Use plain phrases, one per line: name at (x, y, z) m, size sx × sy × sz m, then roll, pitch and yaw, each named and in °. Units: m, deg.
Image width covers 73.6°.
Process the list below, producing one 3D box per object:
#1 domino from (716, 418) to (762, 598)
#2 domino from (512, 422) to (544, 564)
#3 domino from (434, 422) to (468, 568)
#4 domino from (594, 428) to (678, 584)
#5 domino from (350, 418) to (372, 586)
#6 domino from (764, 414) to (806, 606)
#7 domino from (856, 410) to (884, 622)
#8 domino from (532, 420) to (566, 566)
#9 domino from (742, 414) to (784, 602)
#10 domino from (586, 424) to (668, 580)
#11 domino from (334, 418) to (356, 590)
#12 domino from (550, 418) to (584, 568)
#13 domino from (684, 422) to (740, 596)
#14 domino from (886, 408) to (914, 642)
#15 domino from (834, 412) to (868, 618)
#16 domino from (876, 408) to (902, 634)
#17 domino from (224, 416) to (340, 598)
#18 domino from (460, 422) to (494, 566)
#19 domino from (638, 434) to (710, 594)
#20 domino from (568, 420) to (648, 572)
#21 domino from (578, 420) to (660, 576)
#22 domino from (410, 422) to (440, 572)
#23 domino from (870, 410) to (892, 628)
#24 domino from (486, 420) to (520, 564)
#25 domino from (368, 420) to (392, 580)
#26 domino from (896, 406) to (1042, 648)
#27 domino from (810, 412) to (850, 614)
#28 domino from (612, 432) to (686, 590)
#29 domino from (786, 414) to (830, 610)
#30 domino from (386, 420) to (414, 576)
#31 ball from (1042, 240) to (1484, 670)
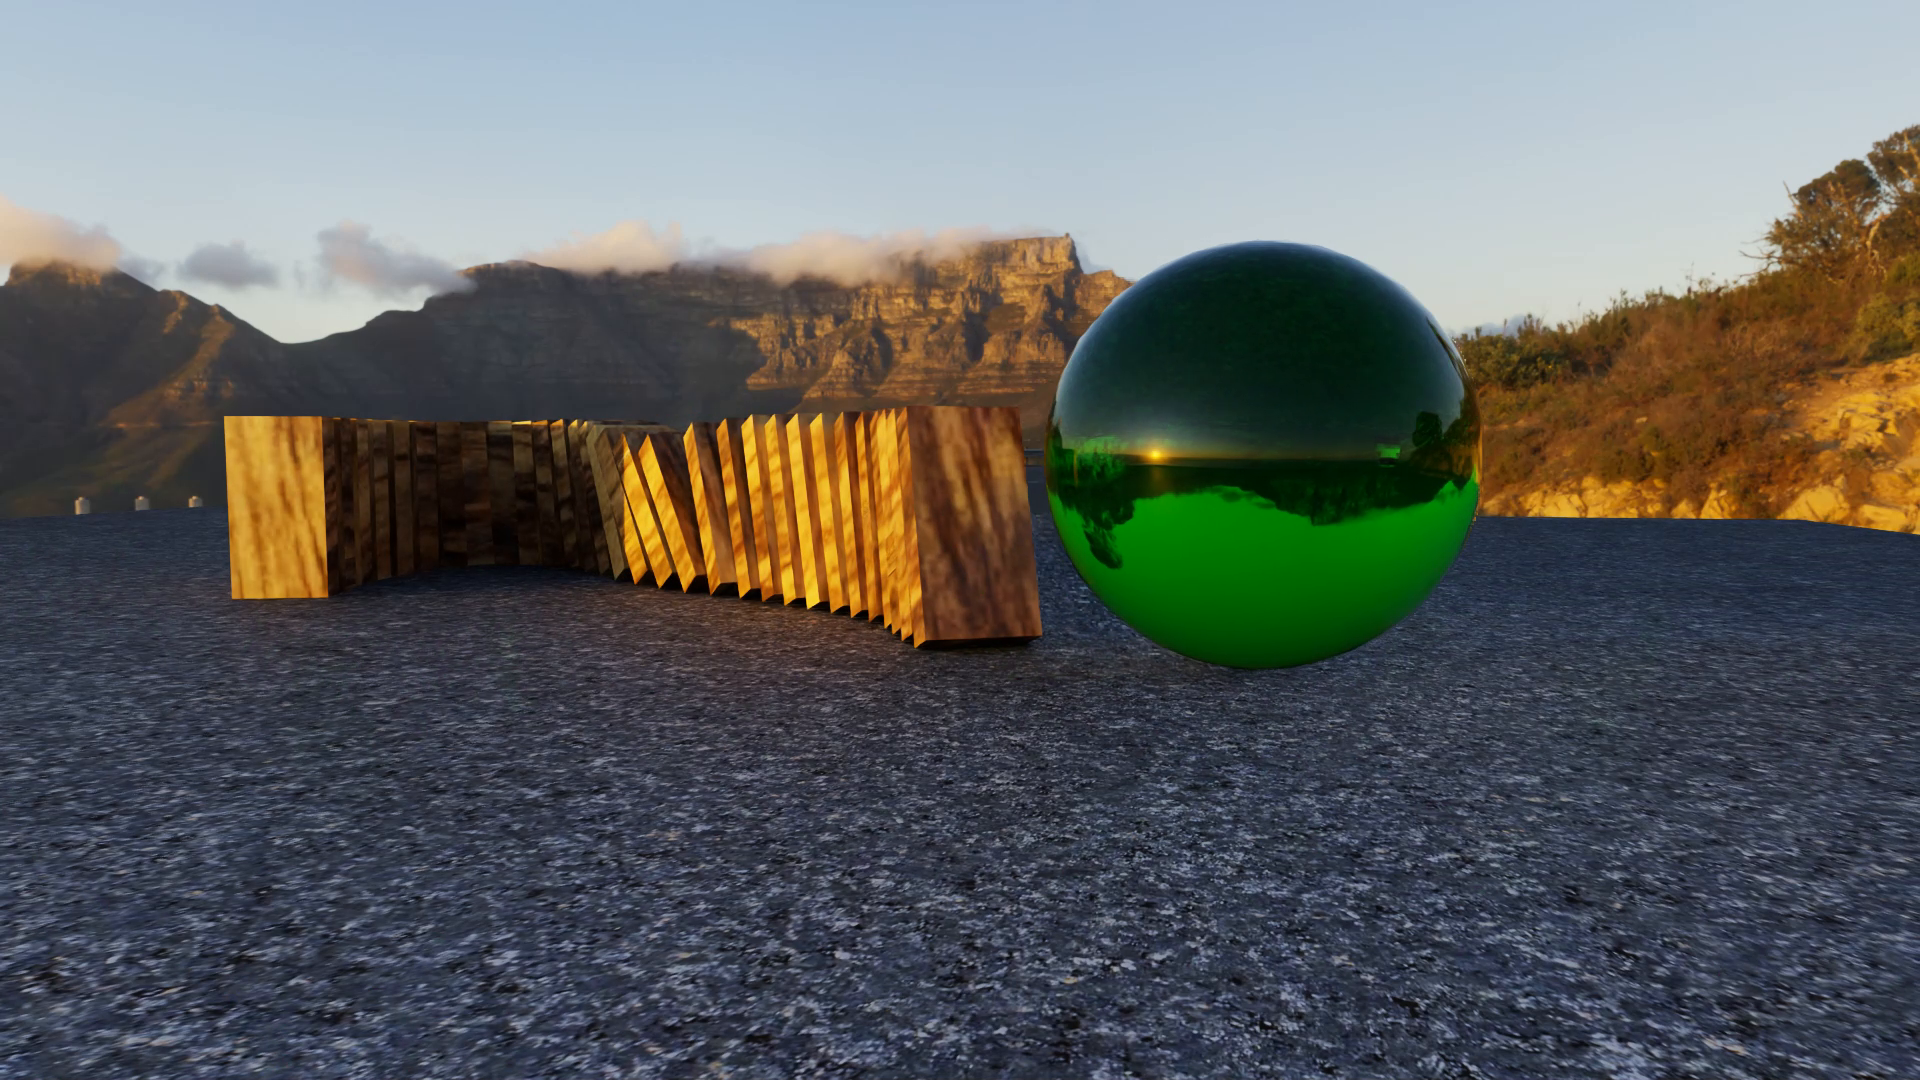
domino at (-0.052, -0.009, 0.362) m, size 0.025 × 0.050 × 0.009 m, roll -2°, pitch -18°, yaw -28°
domino at (-0.146, -0.017, 0.460) m, size 0.009 × 0.050 × 0.025 m, roll -1°, pitch 3°, yaw 30°
domino at (-0.185, -0.016, 0.447) m, size 0.025 × 0.050 × 0.009 m, roll 3°, pitch 7°, yaw 31°
domino at (-0.095, -0.011, 0.400) m, size 0.025 × 0.050 × 0.009 m, roll -4°, pitch -26°, yaw -41°
domino at (-0.193, -0.012, 0.388) m, size 0.025 × 0.050 × 0.010 m, roll -1°, pitch 4°, yaw -7°
domino at (-0.036, -0.009, 0.345) m, size 0.025 × 0.050 × 0.009 m, roll -2°, pitch -14°, yaw -26°
domino at (-0.010, -0.006, 0.310) m, size 0.025 × 0.050 × 0.009 m, roll -1°, pitch -14°, yaw -16°
domino at (-0.135, -0.017, 0.452) m, size 0.009 × 0.050 × 0.025 m, roll -4°, pitch 0°, yaw 41°
domino at (-0.044, -0.009, 0.352) m, size 0.025 × 0.050 × 0.009 m, roll -2°, pitch -14°, yaw -28°
domino at (-0.102, -0.013, 0.412) m, size 0.025 × 0.050 × 0.009 m, roll -3°, pitch -23°, yaw -36°
domino at (-0.191, -0.010, 0.373) m, size 0.025 × 0.050 × 0.009 m, roll -1°, pitch 4°, yaw -9°
domino at (-0.125, -0.016, 0.444) m, size 0.025 × 0.050 × 0.009 m, roll -4°, pitch -5°, yaw -43°
domino at (-0.063, -0.010, 0.370) m, size 0.025 × 0.050 × 0.010 m, roll -2°, pitch -23°, yaw -29°
domino at (-0.001, -0.004, 0.282) m, size 0.025 × 0.050 × 0.009 m, roll -1°, pitch -14°, yaw -16°
domino at (-0.016, -0.007, 0.320) m, size 0.025 × 0.050 × 0.009 m, roll -2°, pitch -14°, yaw -20°
domino at (-0.004, -0.005, 0.291) m, size 0.025 × 0.050 × 0.009 m, roll -1°, pitch -14°, yaw -16°
domino at (-0.189, -0.009, 0.357) m, size 0.025 × 0.050 × 0.009 m, roll -1°, pitch 4°, yaw -8°
domino at (-0.175, -0.017, 0.459) m, size 0.010 × 0.050 × 0.025 m, roll -5°, pitch 6°, yaw -30°
domino at (-0.076, -0.009, 0.381) m, size 0.025 × 0.050 × 0.009 m, roll -3°, pitch -32°, yaw -37°
domino at (-0.116, -0.015, 0.434) m, size 0.025 × 0.050 × 0.009 m, roll -3°, pitch -11°, yaw -36°
domino at (-0.109, -0.014, 0.424) m, size 0.025 × 0.050 × 0.009 m, roll -3°, pitch -17°, yaw -36°
domino at (-0.191, -0.015, 0.434) m, size 0.025 × 0.050 × 0.009 m, roll 1°, pitch 4°, yaw 15°
domino at (-0.006, -0.005, 0.301) m, size 0.025 × 0.050 × 0.009 m, roll -1°, pitch -14°, yaw -16°
domino at (-0.161, -0.018, 0.464) m, size 0.009 × 0.050 × 0.025 m, roll -3°, pitch 4°, yaw -1°
domino at (-0.194, -0.013, 0.403) m, size 0.025 × 0.050 × 0.009 m, roll 0°, pitch 4°, yaw 0°
domino at (0.002, -0.003, 0.272) m, size 0.025 × 0.050 × 0.009 m, roll -1°, pitch -14°, yaw -16°
domino at (-0.022, -0.007, 0.329) m, size 0.025 × 0.050 × 0.009 m, roll -2°, pitch -14°, yaw -24°
domino at (-0.086, -0.010, 0.390) m, size 0.025 × 0.050 × 0.010 m, roll -4°, pitch -30°, yaw -41°
domino at (-0.029, -0.008, 0.337) m, size 0.025 × 0.050 × 0.009 m, roll -2°, pitch -14°, yaw -26°
domino at (-0.193, -0.014, 0.419) m, size 0.025 × 0.050 × 0.009 m, roll 0°, pitch 4°, yaw 6°
ball at (0.056, -0.016, 0.242) m, size 0.080 × 0.080 × 0.080 m, roll 0°, pitch 4°, yaw 0°
